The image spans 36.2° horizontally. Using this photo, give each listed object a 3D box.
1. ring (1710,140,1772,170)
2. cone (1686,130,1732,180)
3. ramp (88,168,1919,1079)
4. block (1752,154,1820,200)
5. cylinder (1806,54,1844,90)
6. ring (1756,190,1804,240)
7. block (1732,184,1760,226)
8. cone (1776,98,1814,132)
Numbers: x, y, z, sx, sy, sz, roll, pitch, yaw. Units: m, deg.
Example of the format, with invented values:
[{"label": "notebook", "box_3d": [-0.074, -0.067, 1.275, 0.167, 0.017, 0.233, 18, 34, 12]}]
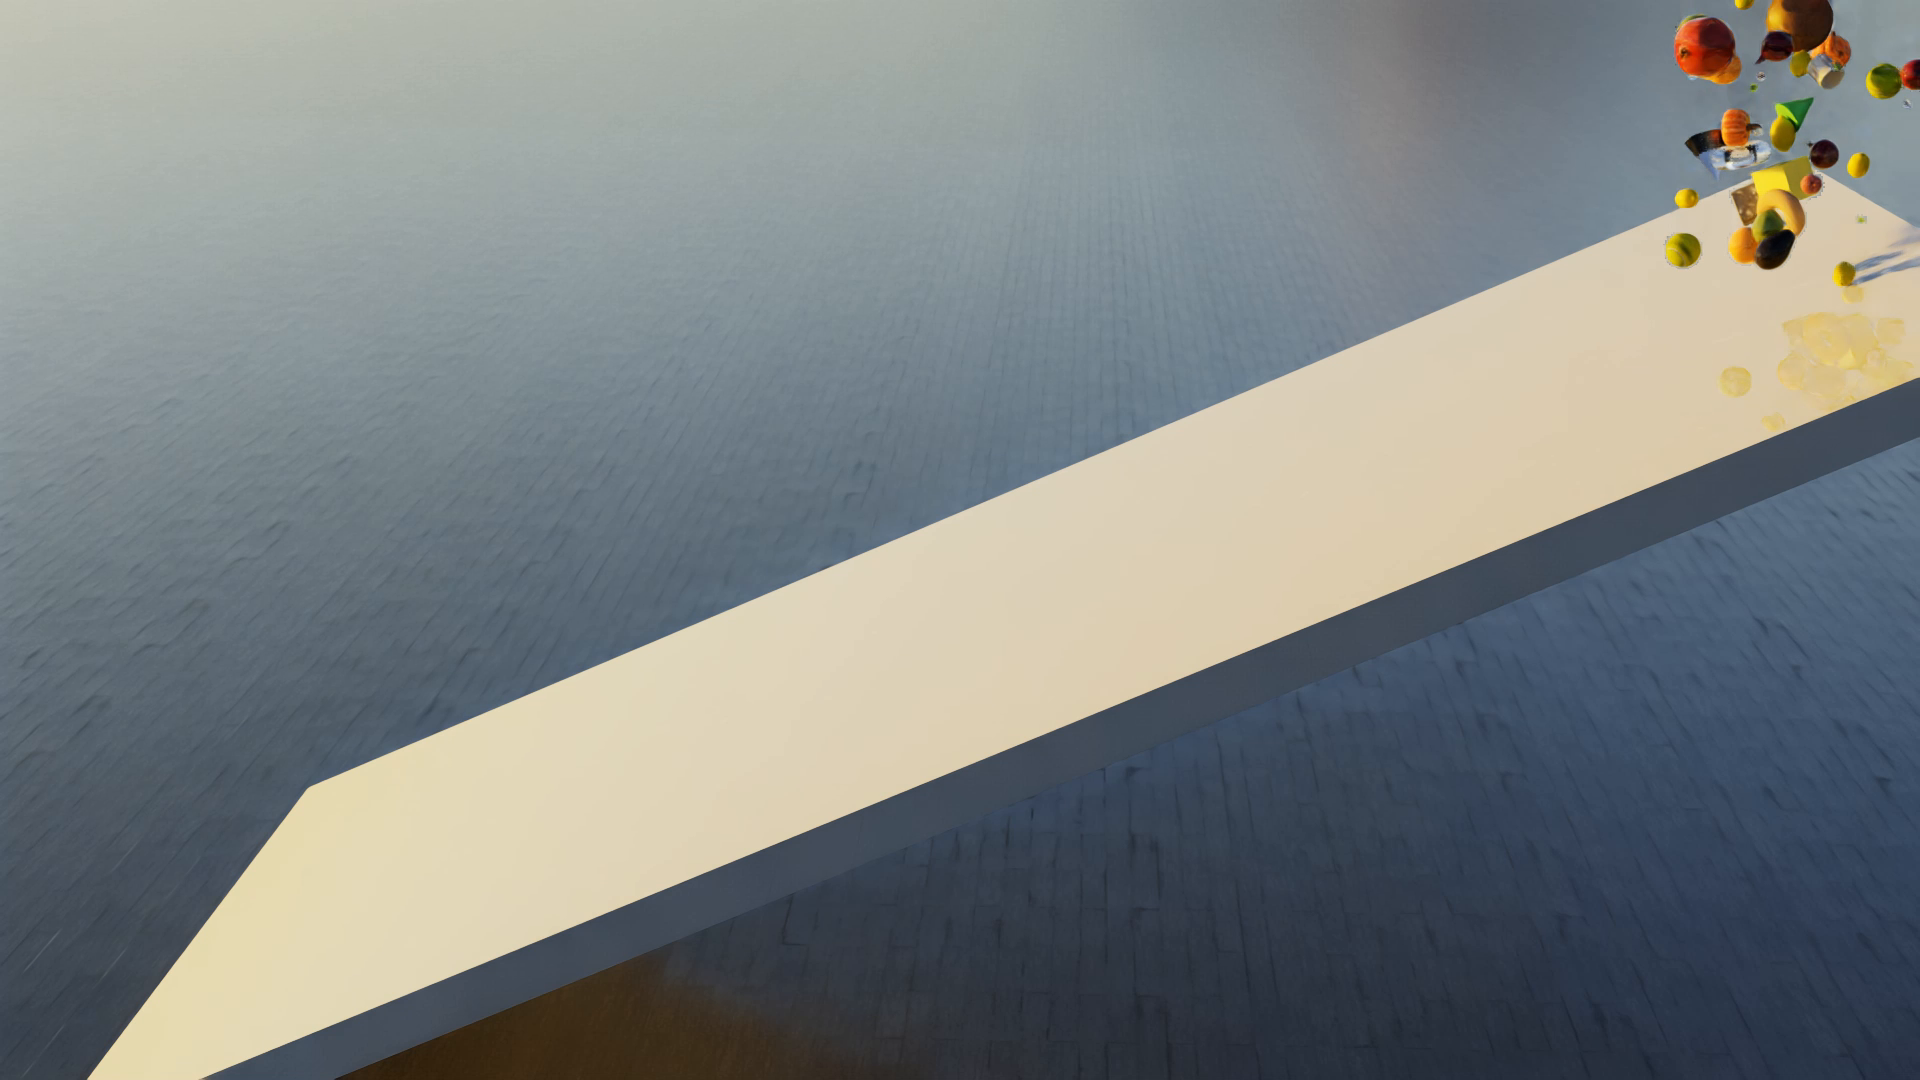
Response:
[{"label": "ring", "box_3d": [1.590, -0.784, 5.989, 0.123, 0.041, 0.123, -12, 12, 3]}, {"label": "cone", "box_3d": [1.552, -0.782, 6.061, 0.094, 0.094, 0.094, -6, -18, -2]}, {"label": "ramp", "box_3d": [0.132, 0.170, 6.284, 4.000, 0.100, 2.000, -23, 13, 8]}, {"label": "block", "box_3d": [1.679, -0.726, 5.982, 0.081, 0.081, 0.081, -21, 4, -32]}, {"label": "cylinder", "box_3d": [1.709, -0.925, 5.806, 0.052, 0.052, 0.052, -6, 45, -22]}, {"label": "ring", "box_3d": [1.658, -0.658, 5.944, 0.036, 0.109, 0.109, -33, 30, -27]}, {"label": "block", "box_3d": [1.631, -0.693, 6.057, 0.063, 0.063, 0.063, -21, -14, 15]}, {"label": "cone", "box_3d": [1.720, -0.885, 6.013, 0.072, 0.072, 0.072, -37, 20, -2]}]
